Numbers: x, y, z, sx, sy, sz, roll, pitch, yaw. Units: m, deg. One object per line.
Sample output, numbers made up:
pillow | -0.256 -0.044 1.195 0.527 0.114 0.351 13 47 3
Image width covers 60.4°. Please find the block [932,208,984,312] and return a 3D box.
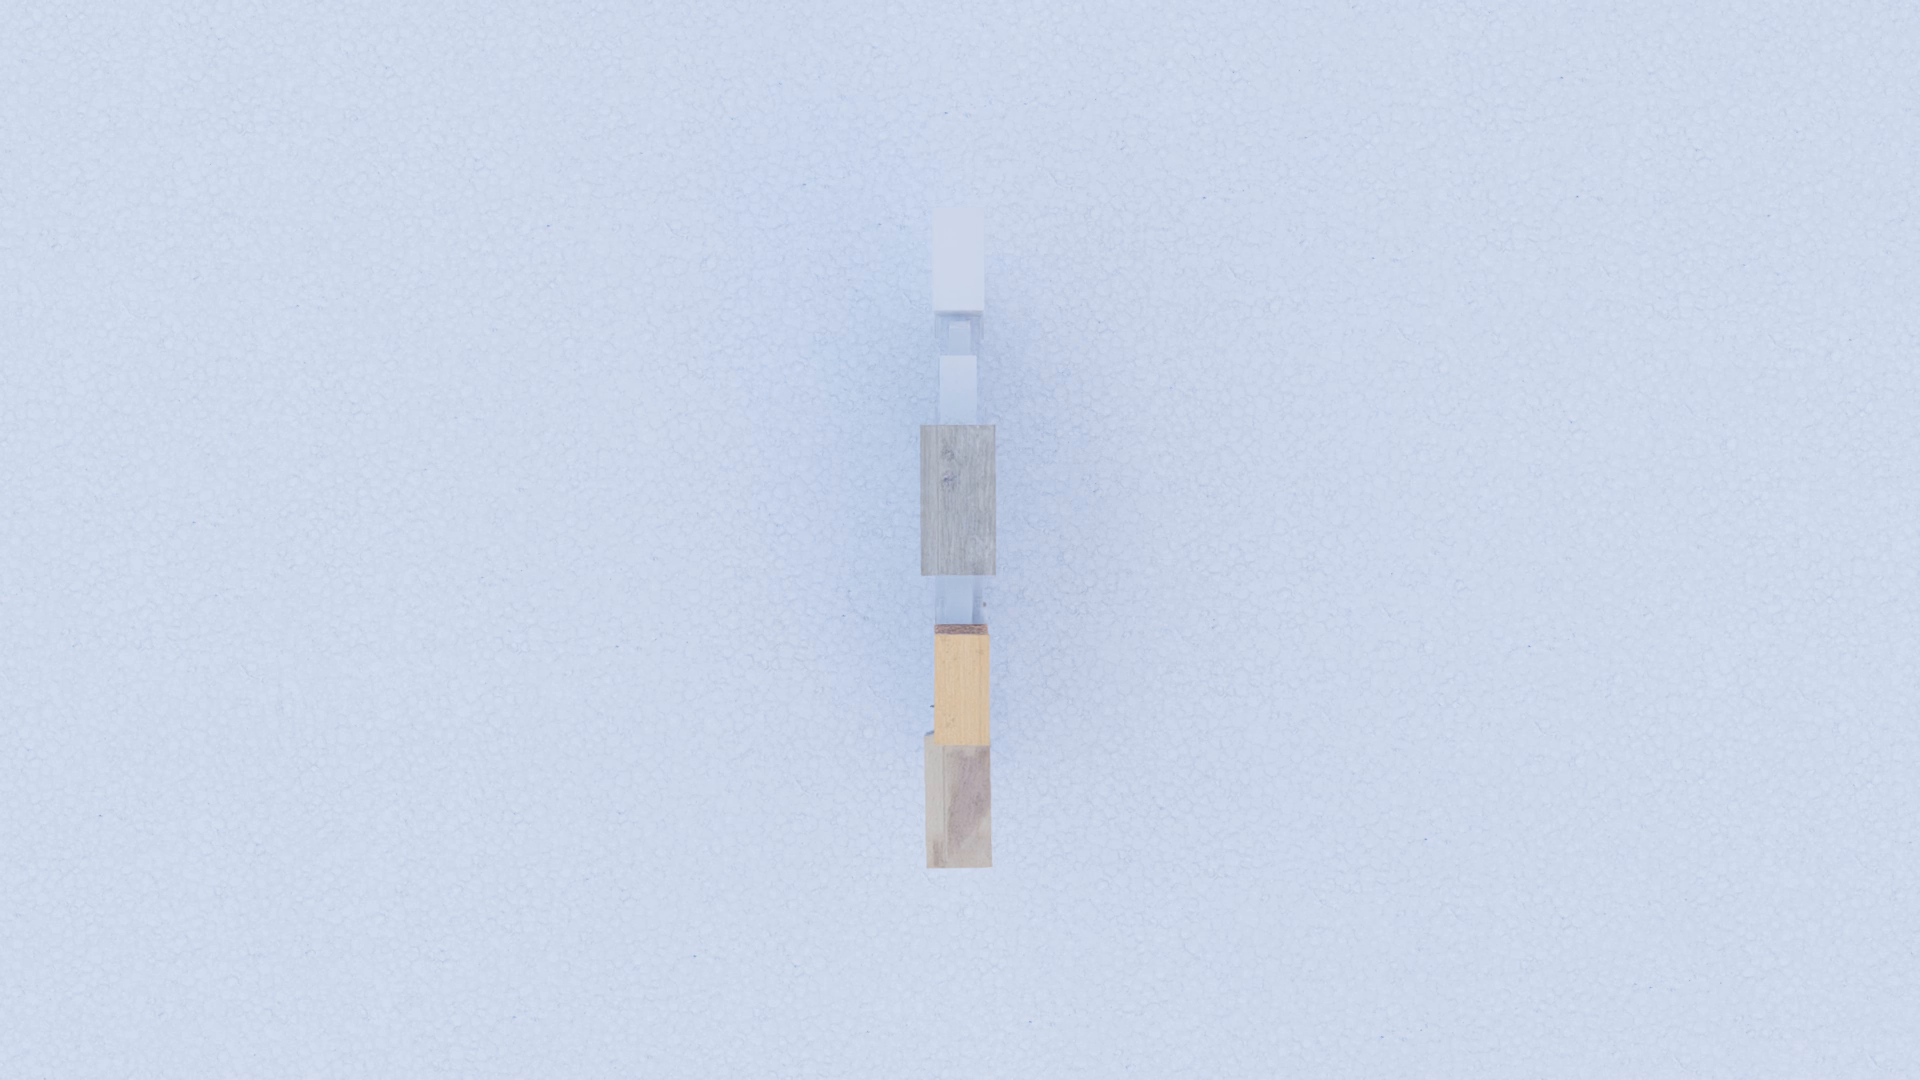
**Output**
block | -0.004 -0.697 4.105 0.128 0.036 0.256 0 90 0

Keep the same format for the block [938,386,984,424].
block | 0.003 -0.279 4.265 0.118 0.034 0.237 0 90 0

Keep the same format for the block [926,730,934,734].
block | -0.008 0.549 4.372 0.166 0.333 0.047 -1 91 0

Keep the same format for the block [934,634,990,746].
block | 0.005 0.357 3.940 0.131 0.037 0.262 0 90 0

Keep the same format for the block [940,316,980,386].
block | 0.000 -0.512 4.395 0.109 0.031 0.219 0 90 0

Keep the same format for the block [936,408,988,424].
block | 0.004 -0.238 4.909 0.155 0.044 0.310 0 90 0

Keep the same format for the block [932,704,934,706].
block | -0.002 0.575 5.321 0.179 0.357 0.051 0 90 0

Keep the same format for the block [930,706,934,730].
block | -0.003 0.694 5.117 0.179 0.051 0.357 0 90 0

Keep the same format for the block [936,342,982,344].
block | -0.002 -0.640 5.057 0.145 0.291 0.041 0 90 0

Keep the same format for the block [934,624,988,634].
block | 0.004 0.356 4.240 0.138 0.039 0.275 0 90 0

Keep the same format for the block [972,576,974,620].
block | 0.002 0.145 4.391 0.067 0.019 0.134 -1 90 0

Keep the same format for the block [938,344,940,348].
block | -0.003 -0.743 5.221 0.131 0.037 0.261 0 90 0

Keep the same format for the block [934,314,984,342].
block | -0.002 -0.737 4.891 0.145 0.041 0.291 0 90 0

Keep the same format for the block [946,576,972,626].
block | -0.003 0.152 4.240 0.066 0.019 0.132 -1 90 0

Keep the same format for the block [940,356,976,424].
block | -0.004 -0.363 4.058 0.089 0.025 0.178 0 90 0

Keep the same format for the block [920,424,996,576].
block | -0.004 -0.093 3.872 0.176 0.050 0.352 0 90 0

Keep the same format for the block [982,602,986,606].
block | 0.002 0.353 5.162 0.158 0.045 0.316 0 90 0

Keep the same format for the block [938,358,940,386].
block | -0.004 -0.399 4.645 0.113 0.032 0.226 0 90 0

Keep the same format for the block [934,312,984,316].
block | -0.004 -0.612 4.251 0.128 0.256 0.036 0 90 0

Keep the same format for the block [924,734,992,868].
block | -0.005 0.661 4.182 0.167 0.047 0.333 -1 90 0

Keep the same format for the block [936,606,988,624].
block | 0.006 0.327 4.555 0.141 0.040 0.283 -1 90 0

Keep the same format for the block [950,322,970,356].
block | -0.001 -0.511 4.264 0.054 0.015 0.107 0 90 0

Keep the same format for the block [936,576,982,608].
block | -0.003 0.063 4.896 0.141 0.040 0.283 0 90 0
